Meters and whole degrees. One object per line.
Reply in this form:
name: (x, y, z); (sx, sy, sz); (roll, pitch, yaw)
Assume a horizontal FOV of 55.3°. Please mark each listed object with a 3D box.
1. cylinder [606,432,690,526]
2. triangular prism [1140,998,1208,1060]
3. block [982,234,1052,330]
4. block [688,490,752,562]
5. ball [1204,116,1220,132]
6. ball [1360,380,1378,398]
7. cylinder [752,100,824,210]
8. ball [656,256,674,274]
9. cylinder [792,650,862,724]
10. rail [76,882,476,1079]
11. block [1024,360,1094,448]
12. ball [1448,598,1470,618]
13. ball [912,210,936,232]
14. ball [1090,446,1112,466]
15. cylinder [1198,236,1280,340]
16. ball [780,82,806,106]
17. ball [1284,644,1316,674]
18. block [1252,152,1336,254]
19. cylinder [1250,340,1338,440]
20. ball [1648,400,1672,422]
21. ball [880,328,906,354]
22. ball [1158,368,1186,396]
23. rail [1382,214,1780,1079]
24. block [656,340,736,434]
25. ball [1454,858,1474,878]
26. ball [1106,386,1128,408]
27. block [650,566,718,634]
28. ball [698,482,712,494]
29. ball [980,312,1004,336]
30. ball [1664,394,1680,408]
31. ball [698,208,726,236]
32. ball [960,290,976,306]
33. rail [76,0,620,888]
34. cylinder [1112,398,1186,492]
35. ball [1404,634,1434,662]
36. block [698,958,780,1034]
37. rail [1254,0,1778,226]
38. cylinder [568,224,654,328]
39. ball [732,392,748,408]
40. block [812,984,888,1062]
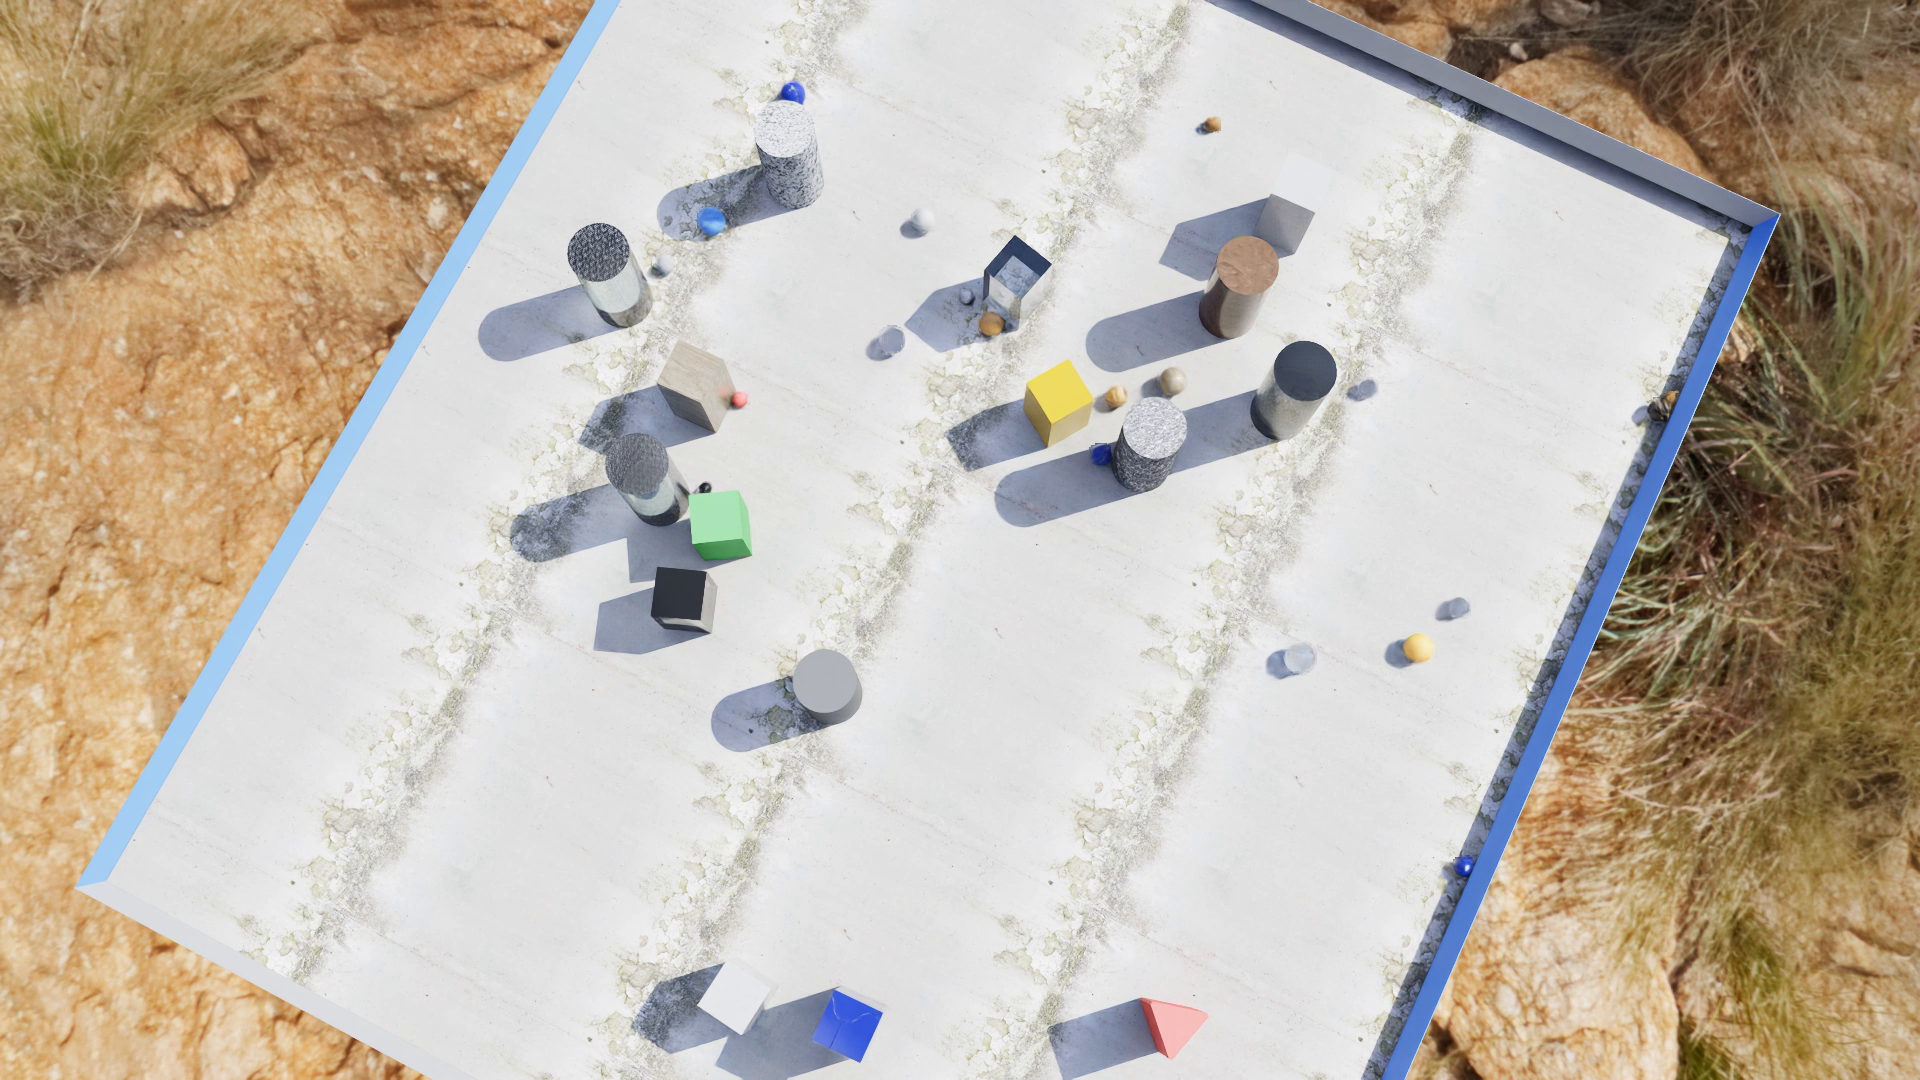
cylinder: (-0.921, -0.174, 5.434); (0.183, 0.428, 0.183); (0, 78, 0)
triangular prism: (0.577, 1.347, 5.176); (0.137, 0.318, 0.158); (41, 81, 8)
block: (0.174, -0.788, 5.631); (0.146, 0.290, 0.146); (39, 81, 7)
block: (-0.716, -0.041, 5.490); (0.146, 0.264, 0.146); (-6, 78, -1)
ball: (0.808, -1.331, 5.866); (0.049, 0.049, 0.049); (0, 78, 0)
ball: (1.268, -0.471, 5.685); (0.056, 0.056, 0.056); (0, 78, 0)
cylinder: (-0.525, -1.184, 5.654); (0.183, 0.405, 0.183); (0, 78, 0)
ball: (-0.929, -0.863, 5.766); (0.056, 0.056, 0.056); (0, 78, 0)
cylinder: (-0.384, 0.433, 5.365); (0.183, 0.317, 0.183); (0, 78, 0)
rail: (-0.913, 1.795, 5.184); (3.649, 0.119, 0.045); (26, 80, 5)
block: (0.296, -0.410, 5.553); (0.146, 0.289, 0.146); (-30, 80, -6)
ball: (1.510, 0.205, 5.542); (0.063, 0.063, 0.063); (0, 78, 0)
ball: (-0.114, -1.008, 5.788); (0.072, 0.072, 0.072); (0, 78, 0)
ball: (0.435, -0.260, 5.637); (0.064, 0.064, 0.064); (0, 78, 0)
cylinder: (0.842, -0.761, 5.561); (0.183, 0.416, 0.183); (0, 78, 0)
ball: (-0.536, -1.423, 5.867); (0.084, 0.084, 0.084); (0, 78, 0)
ball: (1.019, 0.355, 5.496); (0.091, 0.091, 0.091); (0, 78, 0)
block: (1.026, -1.036, 5.652); (0.146, 0.350, 0.146); (25, 79, 5)
cylinder: (0.994, -0.442, 5.485); (0.183, 0.436, 0.183); (0, 78, 0)
ball: (2.164, -0.399, 5.662); (0.071, 0.071, 0.071); (0, 78, 0)
ball: (-0.208, -0.619, 5.702); (0.082, 0.082, 0.082); (0, 78, 0)
ball: (0.657, -0.489, 5.672); (0.088, 0.088, 0.088); (0, 78, 0)
rail: (1.611, 0.795, 5.390); (0.045, 0.119, 4.131); (26, 80, 5)
block: (-0.792, -0.460, 5.534); (0.146, 0.348, 0.146); (24, 79, 5)
ball: (1.483, 0.964, 5.387); (0.058, 0.058, 0.058); (0, 78, 0)
ball: (0.485, -0.442, 5.673); (0.068, 0.068, 0.068); (0, 78, 0)
block: (-0.818, 0.181, 5.452); (0.146, 0.248, 0.146); (6, 78, 1)
ball: (-0.782, -0.156, 5.628); (0.041, 0.041, 0.041); (0, 78, 0)
ball: (0.098, -0.674, 5.717); (0.075, 0.075, 0.075); (0, 78, 0)
ball: (2.210, -0.432, 5.681); (0.048, 0.048, 0.048); (0, 78, 0)
ball: (-0.782, -1.002, 5.781); (0.084, 0.084, 0.084); (0, 78, 0)
ball: (0.024, -0.758, 5.748); (0.049, 0.049, 0.049); (0, 78, 0)
rail: (-1.611, -0.782, 5.716); (0.045, 0.119, 4.131); (26, 80, 5)
cylinder: (0.559, -0.279, 5.459); (0.183, 0.422, 0.183); (0, 78, 0)
ball: (1.377, 0.324, 5.504); (0.088, 0.088, 0.088); (0, 78, 0)
block: (-0.625, 1.294, 5.209); (0.146, 0.274, 0.146); (32, 80, 6)
rail: (0.913, -1.782, 5.923); (3.649, 0.119, 0.045); (26, 80, 5)
cylinder: (-1.058, -0.798, 5.565); (0.183, 0.423, 0.183); (0, 78, 0)
ball: (-0.682, -0.435, 5.682); (0.048, 0.048, 0.048); (0, 78, 0)
block: (-0.306, 1.357, 5.153); (0.146, 0.357, 0.146); (24, 79, 5)
